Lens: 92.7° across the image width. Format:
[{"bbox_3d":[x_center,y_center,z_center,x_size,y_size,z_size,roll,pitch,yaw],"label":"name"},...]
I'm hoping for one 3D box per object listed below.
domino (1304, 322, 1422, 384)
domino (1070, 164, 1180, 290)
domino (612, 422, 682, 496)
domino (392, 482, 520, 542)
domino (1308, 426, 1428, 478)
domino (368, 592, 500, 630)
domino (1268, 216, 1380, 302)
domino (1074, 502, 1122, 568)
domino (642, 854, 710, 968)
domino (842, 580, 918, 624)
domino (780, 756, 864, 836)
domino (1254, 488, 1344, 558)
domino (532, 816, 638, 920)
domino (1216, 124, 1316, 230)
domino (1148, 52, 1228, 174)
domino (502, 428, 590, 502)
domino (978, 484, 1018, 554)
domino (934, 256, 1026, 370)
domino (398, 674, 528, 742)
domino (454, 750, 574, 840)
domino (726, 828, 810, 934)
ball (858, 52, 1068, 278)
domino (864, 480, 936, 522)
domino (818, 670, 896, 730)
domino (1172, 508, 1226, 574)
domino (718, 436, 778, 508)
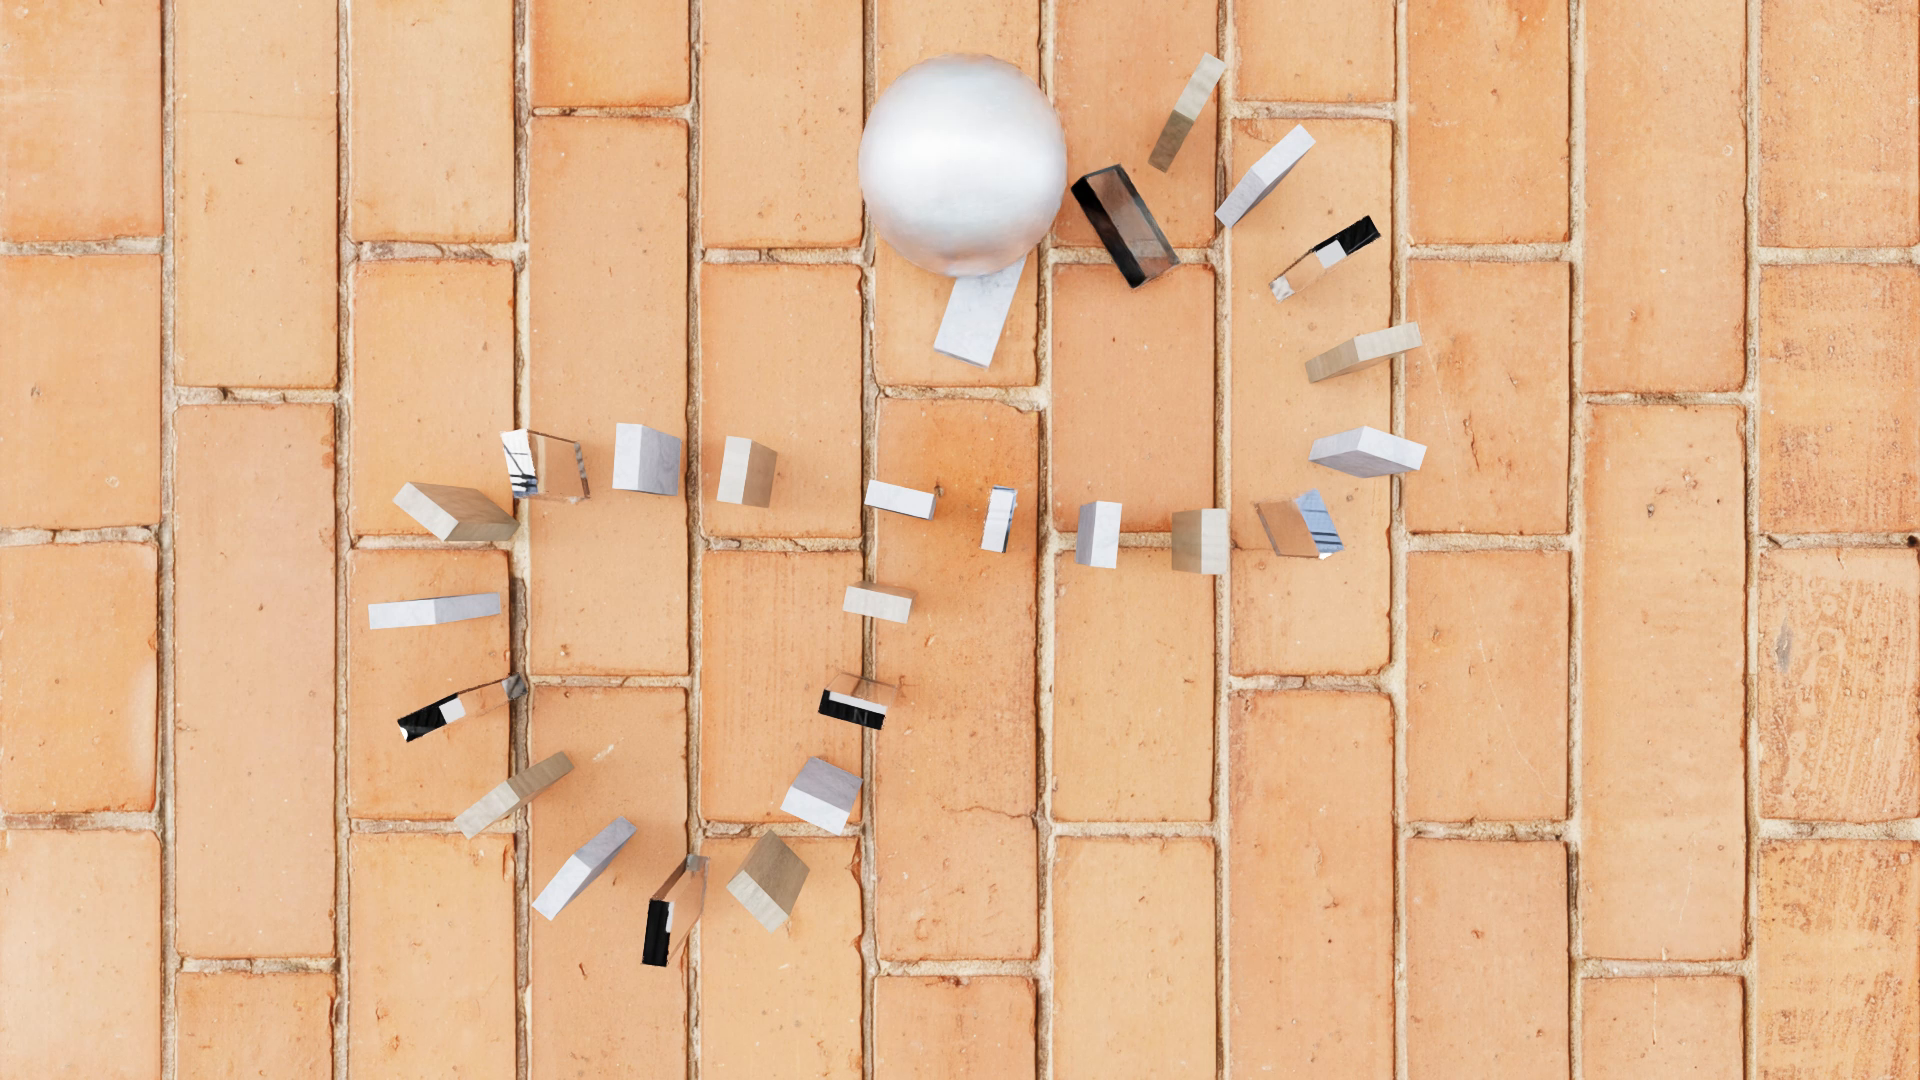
[{"bbox_3d":[0.164,-0.076,0.375,0.025,0.050,0.010,-15,90,0],"label":"domino"},{"bbox_3d":[0.071,-0.133,0.389,0.025,0.010,0.050,-32,90,-35],"label":"domino"},{"bbox_3d":[-0.127,-0.032,0.375,0.010,0.050,0.025,4,90,0],"label":"domino"},{"bbox_3d":[-0.204,-0.011,0.375,0.025,0.050,0.010,38,90,0],"label":"domino"},{"bbox_3d":[0.165,-0.035,0.375,0.025,0.050,0.009,18,90,0],"label":"domino"},{"bbox_3d":[-0.213,0.028,0.375,0.025,0.050,0.010,-4,90,0],"label":"domino"},{"bbox_3d":[0.148,-0.114,0.375,0.025,0.050,0.010,-30,90,0],"label":"domino"},{"bbox_3d":[0.056,-0.002,0.375,0.010,0.050,0.025,6,90,0],"label":"domino"},{"bbox_3d":[-0.115,0.150,0.375,0.009,0.050,0.025,7,90,0],"label":"domino"},{"bbox_3d":[-0.032,0.025,0.375,0.025,0.050,0.009,12,90,0],"label":"domino"},{"bbox_3d":[-0.055,0.104,0.375,0.025,0.050,0.010,24,90,0],"label":"domino"},{"bbox_3d":[0.137,-0.006,0.375,0.009,0.050,0.025,-24,90,0],"label":"domino"},{"bbox_3d":[-0.152,0.133,0.375,0.010,0.050,0.025,39,90,0],"label":"domino"},{"bbox_3d":[0.124,-0.147,0.375,0.025,0.050,0.010,-42,90,0],"label":"domino"},{"bbox_3d":[0.092,-0.173,0.375,0.010,0.050,0.025,30,90,0],"label":"domino"},{"bbox_3d":[-0.168,-0.029,0.375,0.010,0.050,0.025,-12,90,0],"label":"domino"},{"bbox_3d":[0.015,-0.008,0.375,0.010,0.050,0.025,11,90,0],"label":"domino"},{"bbox_3d":[0.009,-0.102,0.395,0.025,0.010,0.050,19,90,0],"label":"domino"},{"bbox_3d":[-0.202,0.068,0.375,0.025,0.050,0.010,-25,90,0],"label":"domino"},{"bbox_3d":[-0.181,0.103,0.375,0.025,0.050,0.009,-37,90,0],"label":"domino"},{"bbox_3d":[-0.077,0.138,0.375,0.010,0.050,0.025,-44,90,0],"label":"domino"},{"bbox_3d":[0.001,-0.142,0.352,0.080,0.080,0.080,0,90,0],"label":"ball"},{"bbox_3d":[-0.023,-0.016,0.375,0.025,0.050,0.009,13,90,0],"label":"domino"},{"bbox_3d":[-0.041,0.065,0.375,0.025,0.050,0.009,15,90,0],"label":"domino"},{"bbox_3d":[0.097,0.001,0.375,0.010,0.050,0.025,0,90,0],"label":"domino"},{"bbox_3d":[-0.086,-0.027,0.375,0.010,0.050,0.025,9,90,0],"label":"domino"}]
